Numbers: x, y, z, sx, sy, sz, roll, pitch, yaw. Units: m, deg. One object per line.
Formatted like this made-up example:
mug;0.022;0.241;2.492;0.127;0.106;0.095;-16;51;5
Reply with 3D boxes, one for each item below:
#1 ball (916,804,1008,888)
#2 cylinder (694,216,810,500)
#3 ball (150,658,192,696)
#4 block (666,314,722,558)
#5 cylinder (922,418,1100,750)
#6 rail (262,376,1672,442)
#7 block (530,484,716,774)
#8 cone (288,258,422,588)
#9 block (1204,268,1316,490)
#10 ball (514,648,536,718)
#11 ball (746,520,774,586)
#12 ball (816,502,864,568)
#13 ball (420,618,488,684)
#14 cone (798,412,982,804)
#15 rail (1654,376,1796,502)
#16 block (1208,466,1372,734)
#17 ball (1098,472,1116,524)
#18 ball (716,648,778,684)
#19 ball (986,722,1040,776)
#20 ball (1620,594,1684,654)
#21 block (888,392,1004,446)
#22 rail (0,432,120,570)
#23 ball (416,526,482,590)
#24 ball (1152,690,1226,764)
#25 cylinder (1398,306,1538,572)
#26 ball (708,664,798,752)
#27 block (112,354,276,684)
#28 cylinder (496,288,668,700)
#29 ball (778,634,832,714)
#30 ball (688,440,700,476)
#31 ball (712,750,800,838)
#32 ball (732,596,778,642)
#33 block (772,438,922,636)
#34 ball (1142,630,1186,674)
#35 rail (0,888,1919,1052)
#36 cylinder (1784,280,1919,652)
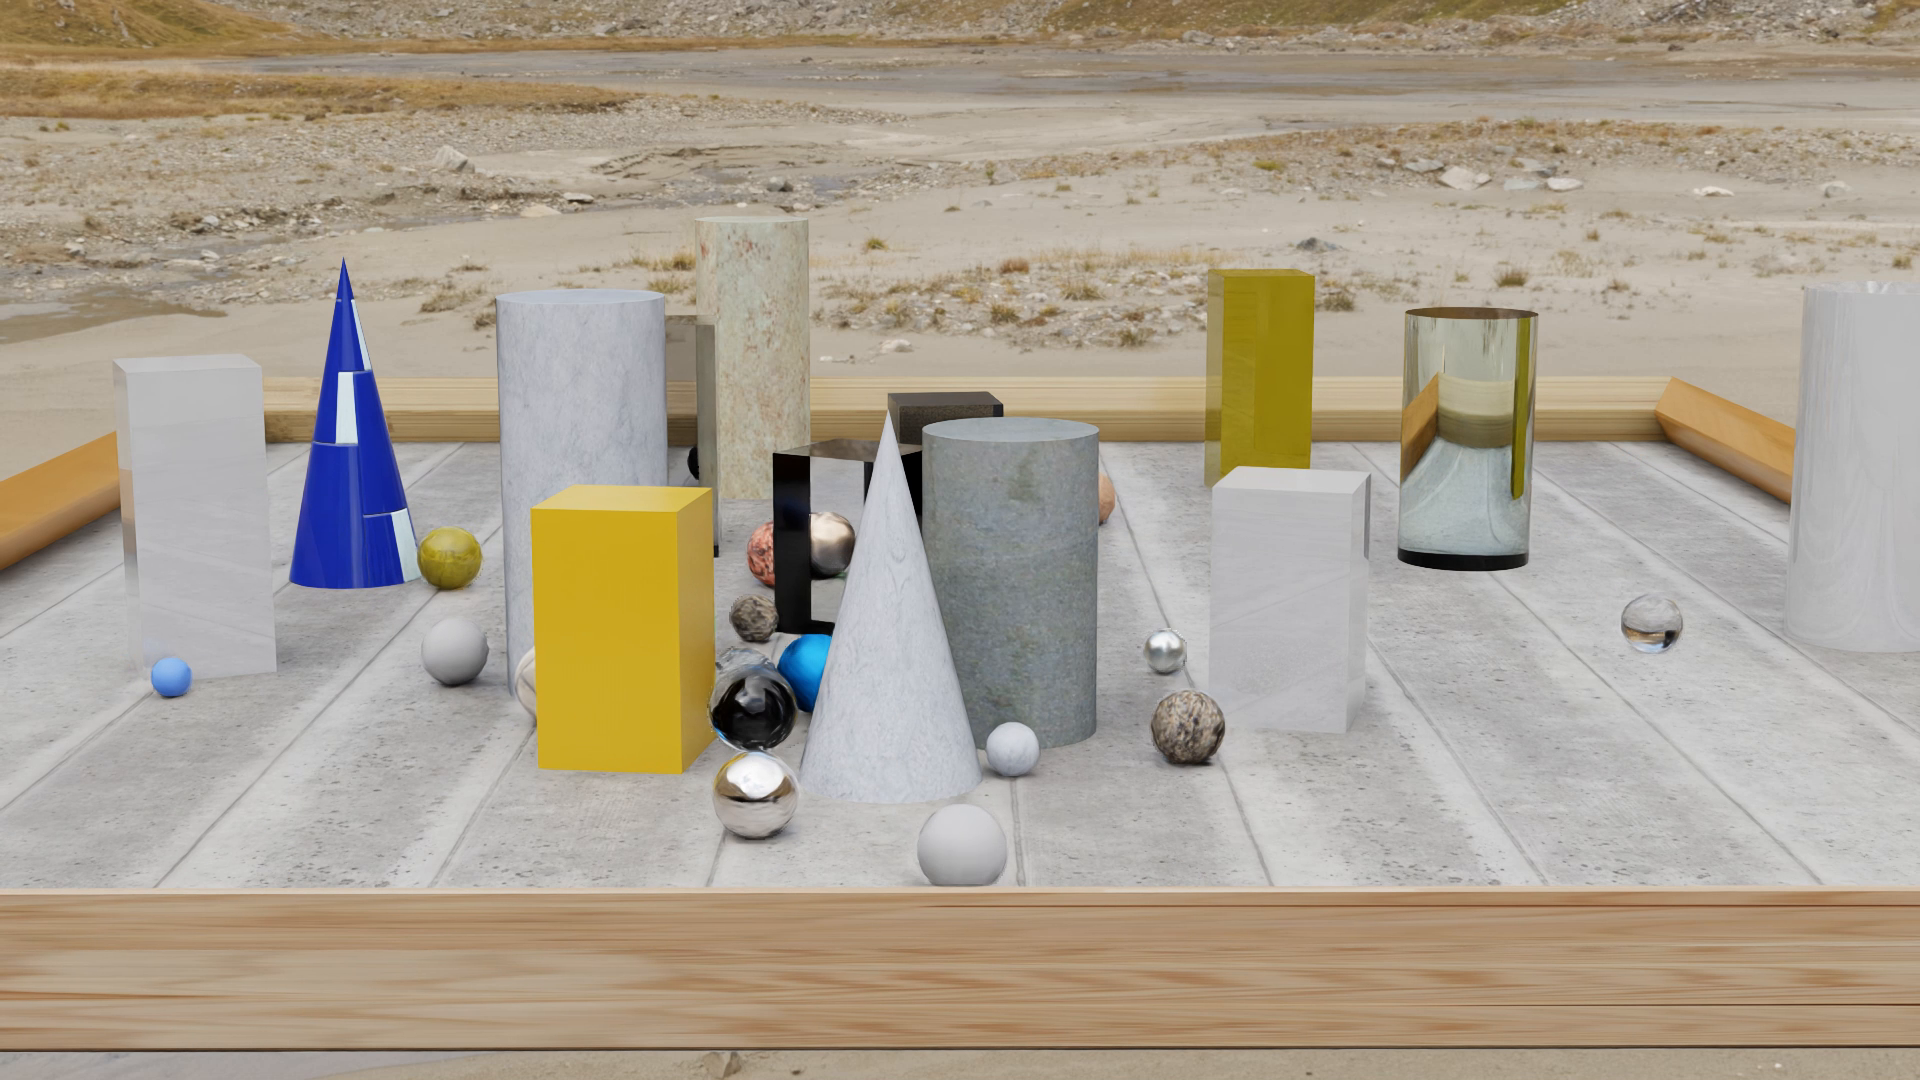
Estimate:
ball;0.002;0.274;2.274;0.081;0.081;0.081;0;11;0
cylinder;-0.353;-0.315;4.391;0.192;0.465;0.192;0;11;0
ball;-0.918;0.159;2.987;0.046;0.046;0.046;0;11;0
block;-0.441;-0.158;3.867;0.154;0.348;0.154;-1;11;-3
cylinder;0.055;0.044;2.816;0.192;0.335;0.192;0;11;0
rail;-0.009;-0.251;4.970;2.792;0.125;0.045;0;11;0
block;-0.354;0.091;2.722;0.154;0.276;0.154;2;11;8
cone;-0.868;-0.174;3.653;0.192;0.459;0.192;0;11;0
block;0.511;-0.269;4.391;0.154;0.376;0.154;-1;11;-5
ball;-0.449;0.158;2.860;0.094;0.094;0.094;0;11;0
ball;-0.254;0.019;3.609;0.094;0.094;0.094;0;11;0
ball;-0.161;-0.006;3.738;0.096;0.096;0.096;0;11;0
ball;-0.600;0.132;3.043;0.079;0.079;0.079;0;11;0
cone;-0.072;0.056;2.617;0.192;0.384;0.192;0;11;0
rail;1.372;0.031;3.457;0.045;0.125;3.141;0;11;0
block;0.372;0.064;2.891;0.154;0.268;0.154;3;11;16
ball;0.203;-0.067;4.082;0.090;0.090;0.090;0;11;0
ball;-0.242;0.165;2.839;0.090;0.090;0.090;0;11;0
ball;0.055;0.216;2.654;0.056;0.056;0.056;0;11;0
ball;0.863;0.105;3.201;0.075;0.075;0.075;0;11;0
block;-0.023;-0.096;3.847;0.154;0.234;0.154;-1;11;-8
rail;-1.372;0.034;3.441;0.045;0.125;3.141;0;11;0
ball;-0.714;0.025;3.590;0.090;0.090;0.090;0;11;0
ball;0.240;0.197;2.700;0.077;0.077;0.077;0;11;0
cylinder;0.748;-0.152;3.784;0.192;0.366;0.192;0;11;0
ball;-0.221;0.180;2.740;0.095;0.095;0.095;0;11;0
block;-0.930;-0.030;3.114;0.154;0.372;0.154;-5;11;-23
cylinder;-0.435;-0.052;2.983;0.192;0.463;0.192;0;11;0
ball;-0.161;0.149;2.875;0.089;0.089;0.089;0;11;0
ball;-0.440;-0.147;4.540;0.080;0.080;0.080;0;11;0
ball;-0.195;0.242;2.441;0.083;0.083;0.083;0;11;0
ball;-0.261;0.100;3.268;0.060;0.060;0.060;0;11;0
block;-0.135;-0.001;3.334;0.154;0.235;0.154;6;12;30
ball;0.247;0.135;3.100;0.052;0.052;0.052;0;11;0
rail;0.009;0.315;1.928;2.792;0.125;0.045;0;11;0
cylinder;1.161;-0.097;3.264;0.192;0.448;0.192;0;11;0
